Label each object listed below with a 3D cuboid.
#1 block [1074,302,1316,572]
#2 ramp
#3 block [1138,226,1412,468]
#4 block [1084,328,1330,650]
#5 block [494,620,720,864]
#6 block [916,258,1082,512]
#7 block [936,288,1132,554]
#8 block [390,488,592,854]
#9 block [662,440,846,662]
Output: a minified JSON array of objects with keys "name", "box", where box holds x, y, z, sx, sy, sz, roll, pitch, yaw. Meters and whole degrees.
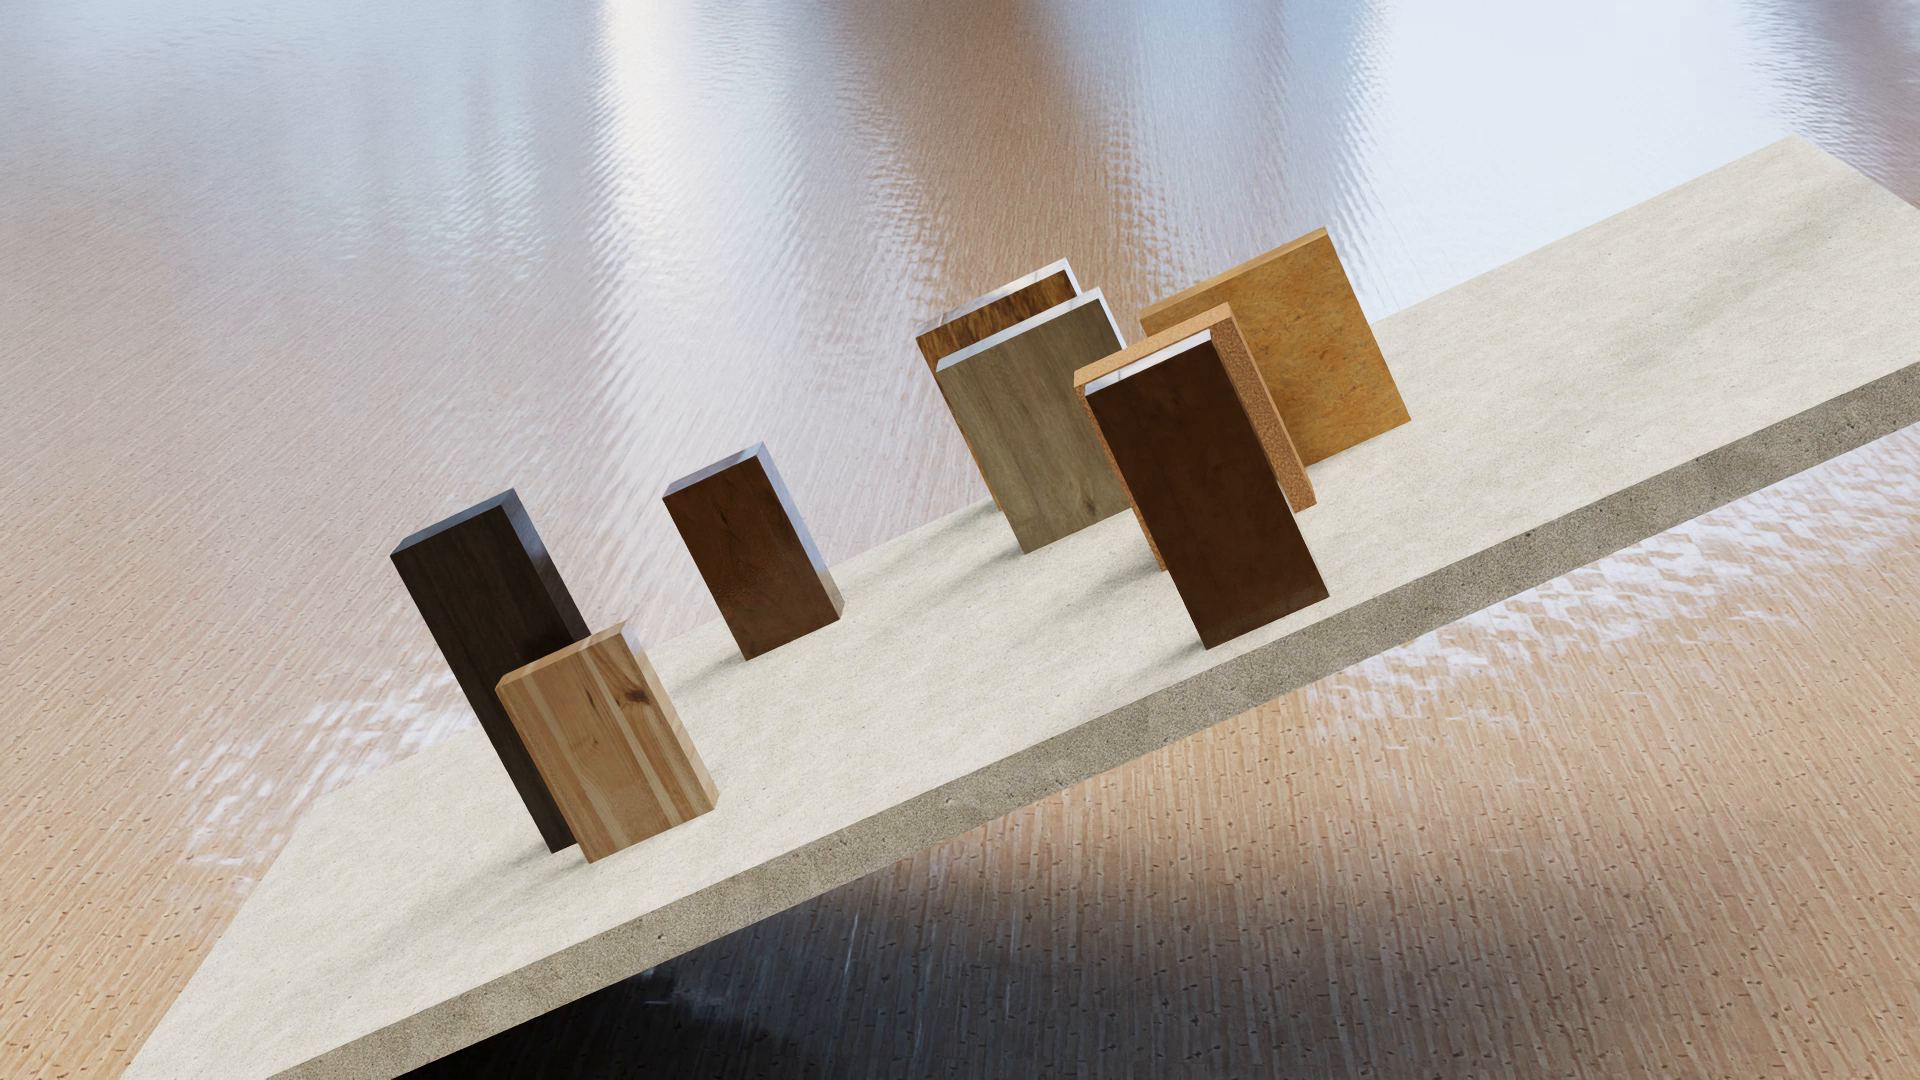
[{"name":"block","box":[0.474,-0.208,5.939,0.340,0.422,0.149,-24,13,9]},{"name":"ramp","box":[0.136,0.169,6.282,4.000,0.100,2.000,-24,13,9]},{"name":"block","box":[0.660,-0.366,6.168,0.425,0.434,0.098,-24,13,9]},{"name":"block","box":[0.447,-0.089,5.310,0.245,0.523,0.090,-24,13,9]},{"name":"block","box":[-0.700,0.403,5.857,0.282,0.406,0.087,-24,13,9]},{"name":"block","box":[0.174,-0.371,7.033,0.390,0.468,0.150,-24,13,9]},{"name":"block","box":[0.226,-0.264,6.542,0.394,0.460,0.129,-24,13,9]},{"name":"block","box":[-0.877,0.271,6.038,0.256,0.707,0.131,-24,13,9]},{"name":"block","box":[-0.476,0.026,6.820,0.244,0.432,0.133,-24,13,9]}]
